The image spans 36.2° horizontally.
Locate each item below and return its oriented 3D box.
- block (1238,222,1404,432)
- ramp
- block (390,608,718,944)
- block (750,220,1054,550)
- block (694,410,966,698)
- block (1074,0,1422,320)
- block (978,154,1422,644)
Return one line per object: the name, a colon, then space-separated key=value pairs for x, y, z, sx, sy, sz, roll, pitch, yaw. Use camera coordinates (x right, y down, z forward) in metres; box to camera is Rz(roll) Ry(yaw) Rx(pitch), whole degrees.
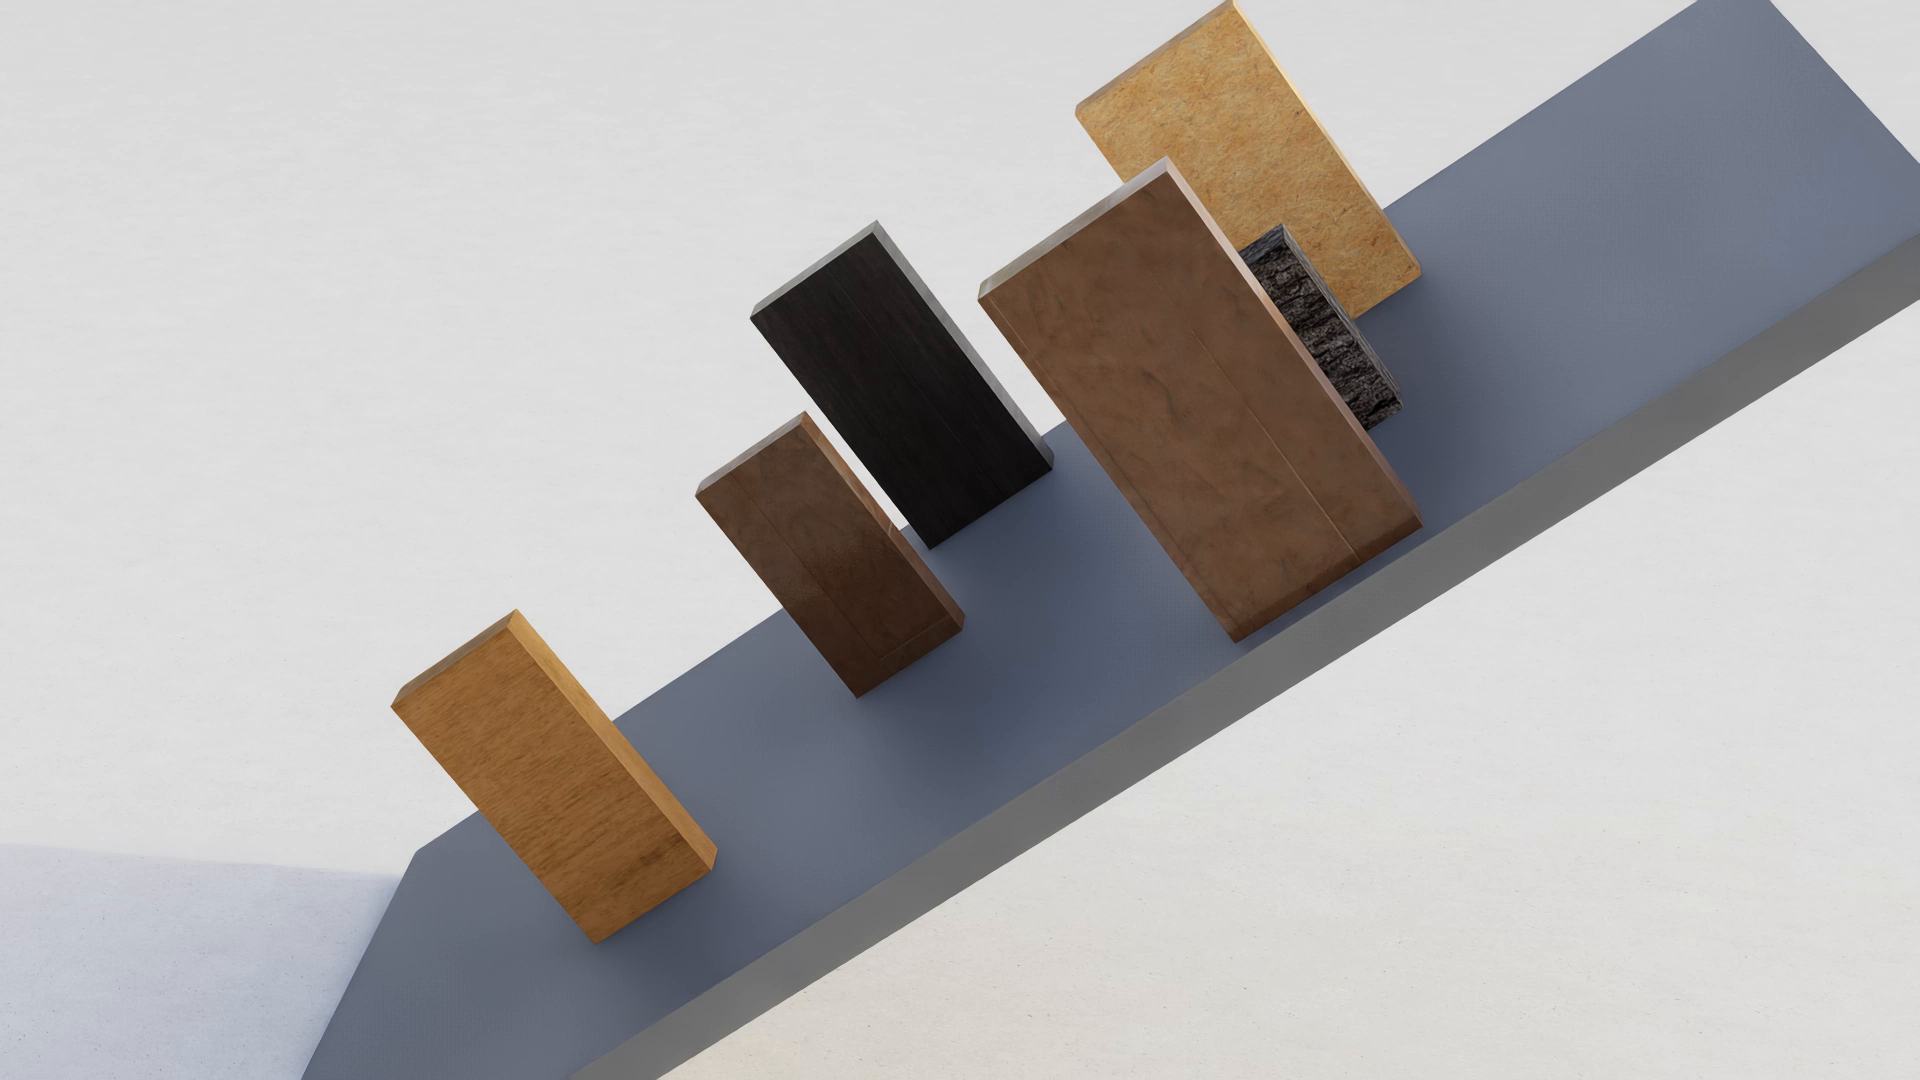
block: x=0.640 y=-0.368 z=5.782 sx=0.270 sy=0.412 sz=0.134 roll=-33 pitch=16 yaw=16
ramp: x=0.132 y=0.176 z=6.314 sx=4.000 sy=0.100 sz=2.000 roll=-33 pitch=16 yaw=16
block: x=-0.837 y=0.496 z=6.104 sx=0.314 sy=0.672 sz=0.097 roll=-33 pitch=16 yaw=16
block: x=-0.132 y=-0.360 z=6.923 sx=0.360 sy=0.707 sz=0.106 roll=-33 pitch=16 yaw=16
block: x=-0.278 y=0.035 z=6.355 sx=0.287 sy=0.579 sz=0.087 roll=-33 pitch=16 yaw=16
block: x=0.624 y=-0.756 z=6.352 sx=0.408 sy=0.719 sz=0.093 roll=-33 pitch=16 yaw=16
block: x=0.426 y=-0.238 z=5.176 sx=0.399 sy=0.788 sz=0.105 roll=-33 pitch=16 yaw=16
